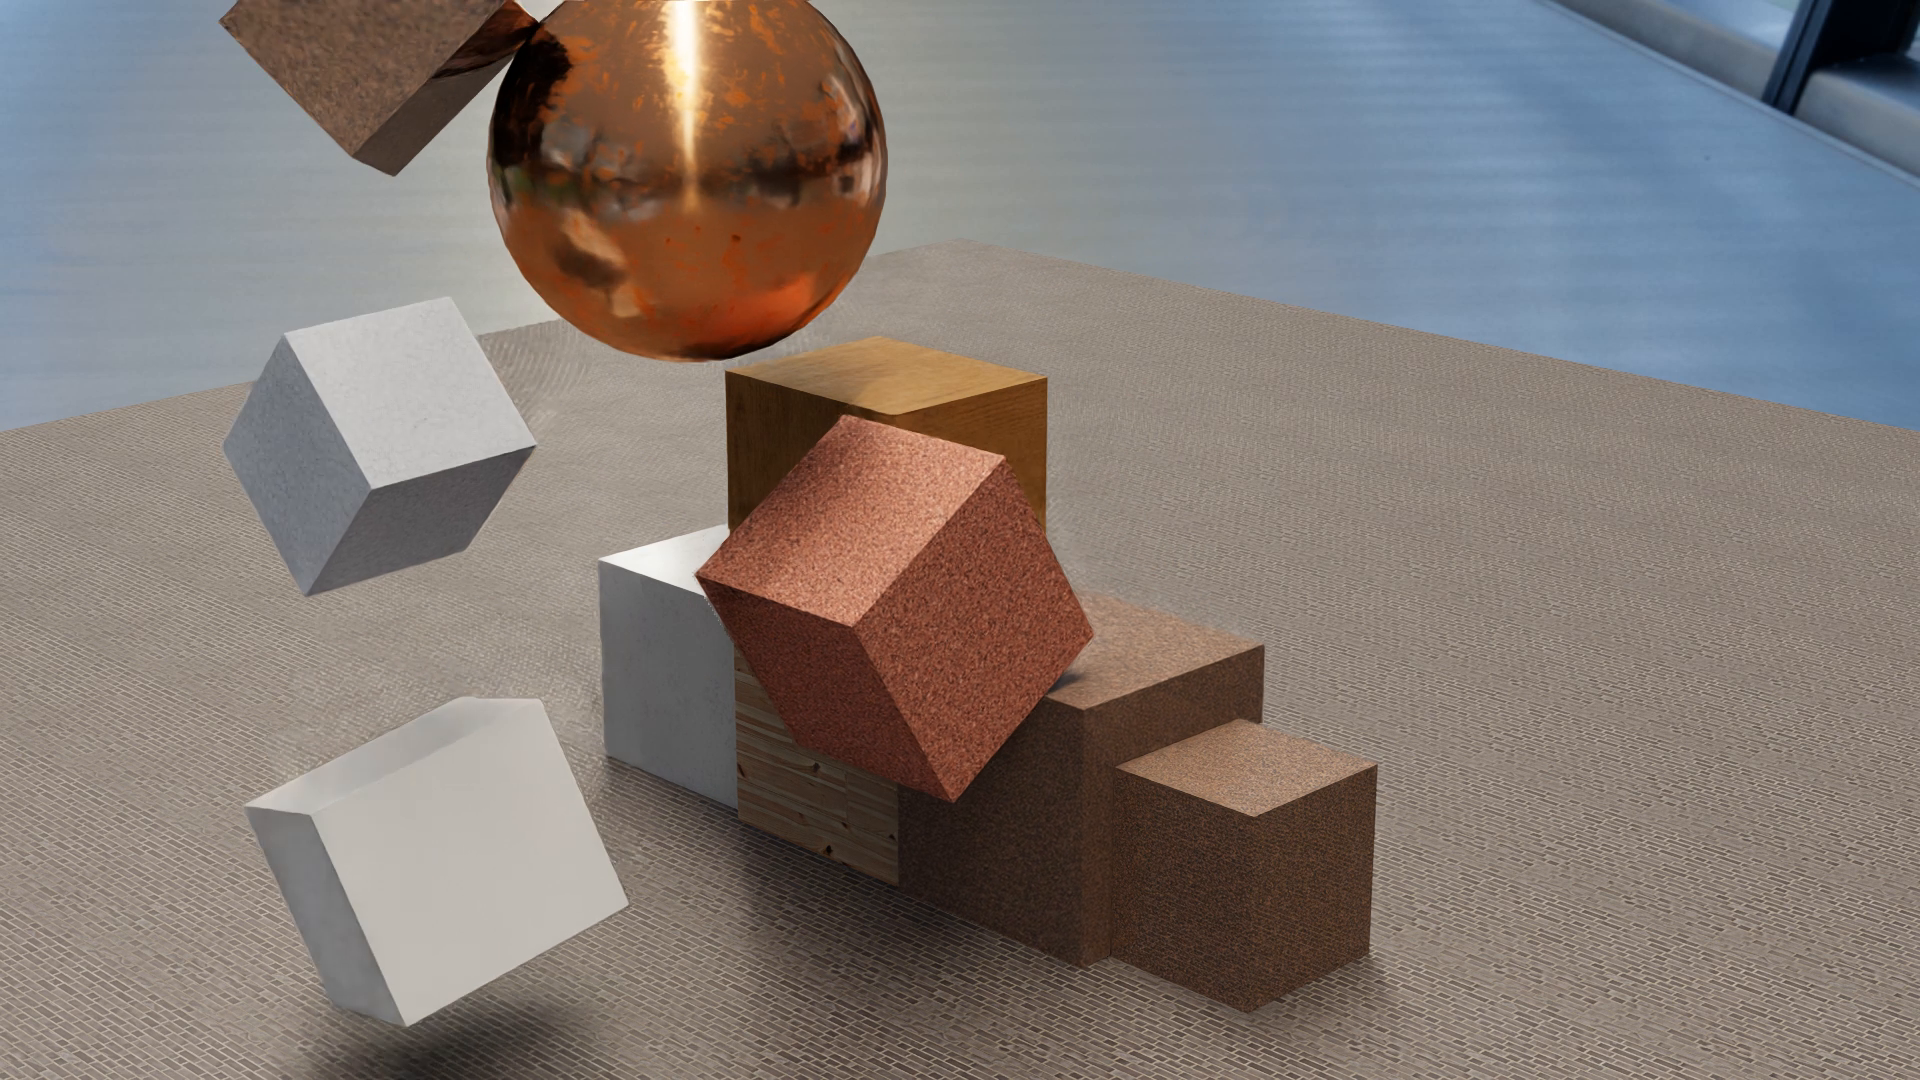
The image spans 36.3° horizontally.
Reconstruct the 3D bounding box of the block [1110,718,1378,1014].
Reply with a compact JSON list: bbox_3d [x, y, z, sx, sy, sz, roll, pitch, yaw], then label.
[{"bbox_3d":[1.209,1.371,12.516,0.816,0.878,0.764,-17,24,-42],"label":"block"}]

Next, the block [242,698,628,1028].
[{"bbox_3d":[-2.090,1.251,11.659,1.006,0.897,0.904,-27,11,-28],"label":"block"}]

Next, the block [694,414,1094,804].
[{"bbox_3d":[-0.261,0.273,12.268,0.956,1.053,1.000,16,55,43],"label":"block"}]

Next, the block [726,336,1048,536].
[{"bbox_3d":[-0.342,-0.214,13.632,0.970,1.151,1.127,-17,24,-42],"label":"block"}]

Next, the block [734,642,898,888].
[{"bbox_3d":[-0.270,0.848,13.910,1.123,1.041,1.125,-17,24,-42],"label":"block"}]

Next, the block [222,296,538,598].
[{"bbox_3d":[-2.196,-0.355,11.062,0.729,0.760,0.698,-19,70,-41],"label":"block"}]

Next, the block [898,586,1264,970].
[{"bbox_3d":[0.533,1.025,13.112,1.166,1.181,1.130,-16,24,-42],"label":"block"}]

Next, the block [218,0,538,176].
[{"bbox_3d":[-2.236,-2.007,11.422,0.718,0.852,0.736,46,2,0],"label":"block"}]

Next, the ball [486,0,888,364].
[{"bbox_3d":[-1.086,-1.508,11.729,1.600,1.600,1.600,0,17,0],"label":"ball"}]

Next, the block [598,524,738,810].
[{"bbox_3d":[-1.068,0.607,14.673,0.956,1.043,1.116,-17,24,-42],"label":"block"}]
